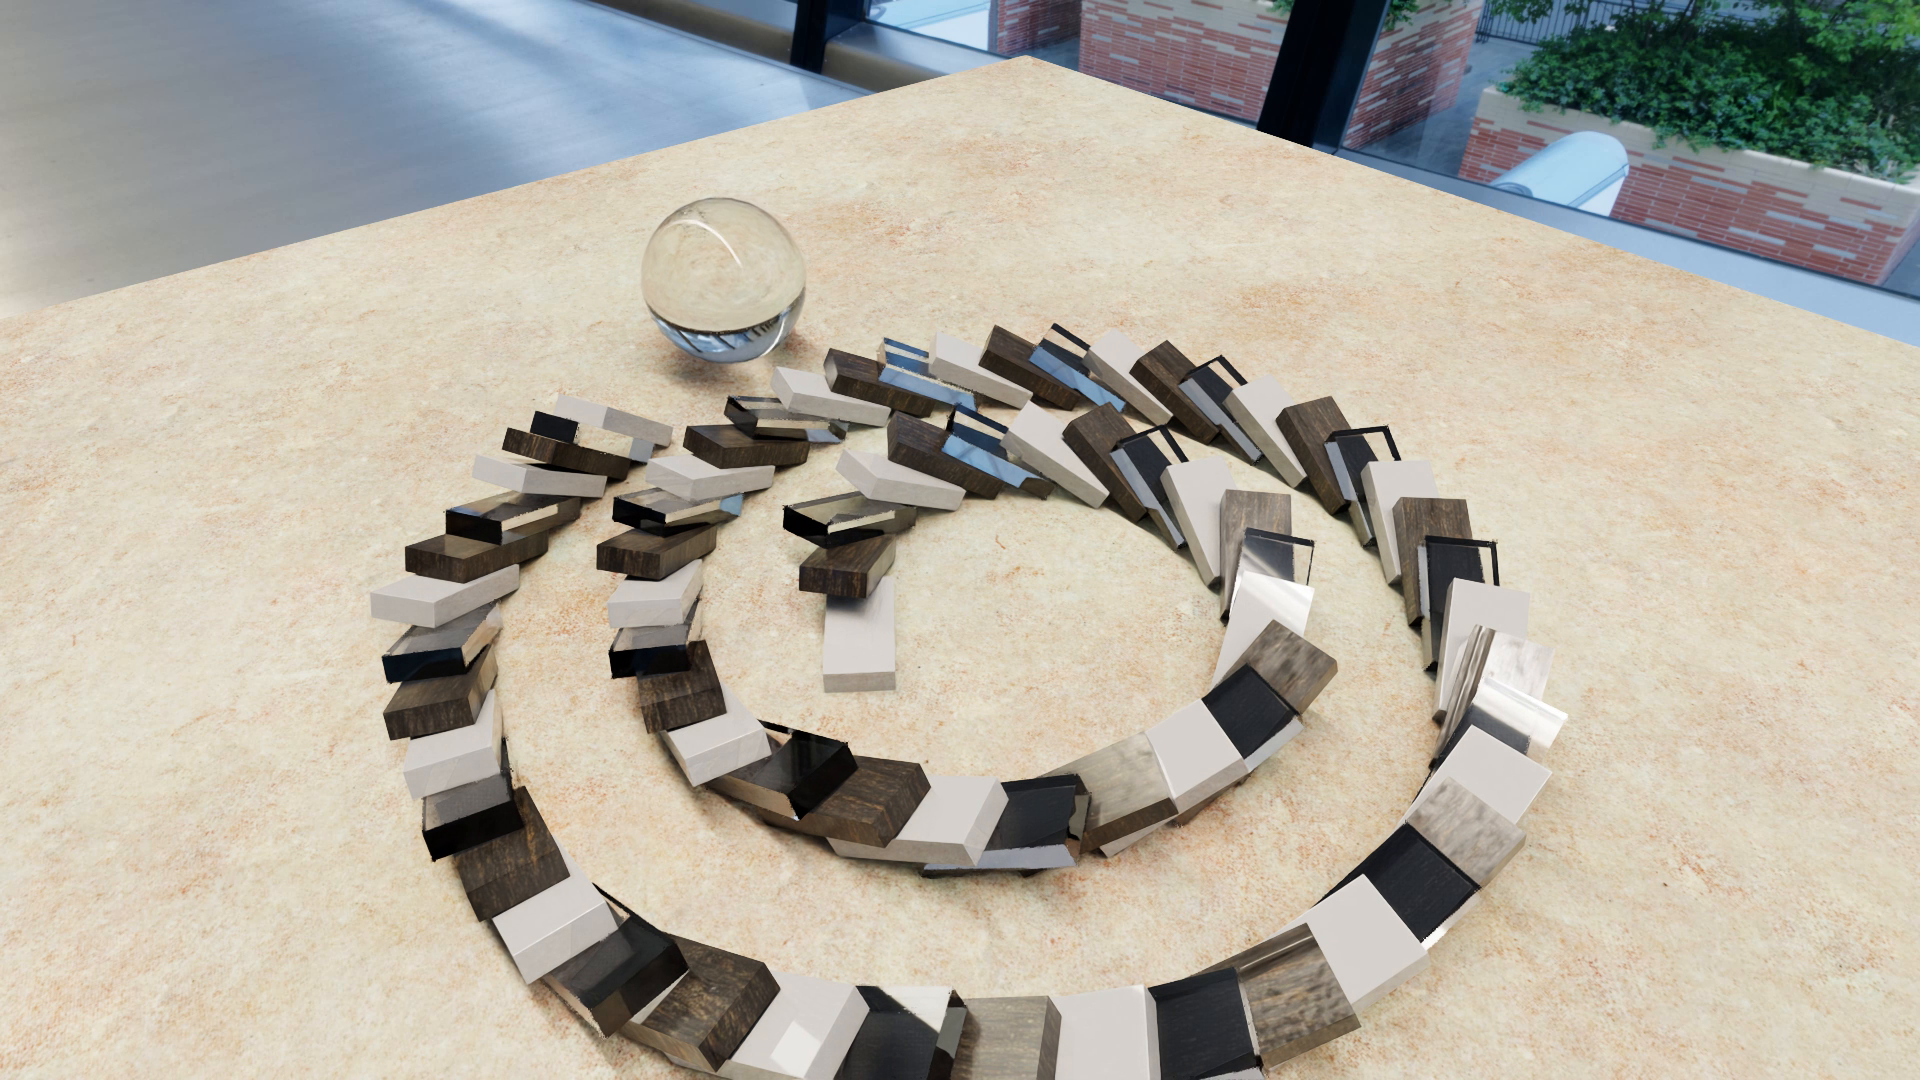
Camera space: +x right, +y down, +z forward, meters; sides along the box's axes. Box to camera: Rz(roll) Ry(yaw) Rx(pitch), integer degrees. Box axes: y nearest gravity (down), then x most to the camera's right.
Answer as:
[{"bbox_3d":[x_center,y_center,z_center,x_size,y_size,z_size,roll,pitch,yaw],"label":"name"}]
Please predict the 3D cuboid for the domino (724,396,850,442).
[{"bbox_3d":[-0.078,-0.054,0.494,0.050,0.009,0.025,-3,32,-45],"label":"domino"}]

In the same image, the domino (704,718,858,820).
[{"bbox_3d":[-0.058,0.070,0.342,0.050,0.010,0.025,3,31,46],"label":"domino"}]

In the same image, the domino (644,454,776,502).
[{"bbox_3d":[-0.104,-0.028,0.462,0.025,0.009,0.050,23,20,25],"label":"domino"}]

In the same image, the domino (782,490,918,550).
[{"bbox_3d":[-0.043,-0.009,0.440,0.025,0.010,0.050,23,25,35],"label":"domino"}]

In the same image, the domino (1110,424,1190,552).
[{"bbox_3d":[0.086,-0.022,0.454,0.025,0.010,0.050,-21,70,-26],"label":"domino"}]

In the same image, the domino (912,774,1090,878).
[{"bbox_3d":[0.012,0.084,0.324,0.050,0.009,0.025,-13,34,26],"label":"domino"}]

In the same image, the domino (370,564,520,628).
[{"bbox_3d":[-0.188,0.018,0.405,0.025,0.010,0.050,8,15,10],"label":"domino"}]

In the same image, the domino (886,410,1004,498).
[{"bbox_3d":[-0.006,-0.036,0.470,0.050,0.009,0.025,20,33,-19],"label":"domino"}]

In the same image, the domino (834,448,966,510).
[{"bbox_3d":[-0.024,-0.025,0.454,0.050,0.009,0.025,6,26,-46],"label":"domino"}]

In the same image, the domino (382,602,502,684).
[{"bbox_3d":[-0.180,0.035,0.385,0.025,0.009,0.050,-6,15,-8],"label":"domino"}]

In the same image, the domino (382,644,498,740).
[{"bbox_3d":[-0.172,0.050,0.367,0.025,0.009,0.050,-10,16,-12],"label":"domino"}]

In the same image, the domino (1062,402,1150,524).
[{"bbox_3d":[0.069,-0.033,0.467,0.025,0.010,0.050,-29,74,-33],"label":"domino"}]

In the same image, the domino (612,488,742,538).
[{"bbox_3d":[-0.113,-0.013,0.444,0.025,0.009,0.050,17,18,20],"label":"domino"}]

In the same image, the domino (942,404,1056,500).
[{"bbox_3d":[0.018,-0.038,0.473,0.050,0.010,0.025,25,37,-12],"label":"domino"}]

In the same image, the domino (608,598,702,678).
[{"bbox_3d":[-0.106,0.034,0.387,0.025,0.009,0.050,-5,15,-7],"label":"domino"}]

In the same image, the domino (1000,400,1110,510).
[{"bbox_3d":[0.044,-0.037,0.472,0.050,0.010,0.025,34,44,0],"label":"domino"}]

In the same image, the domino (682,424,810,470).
[{"bbox_3d":[-0.092,-0.041,0.478,0.025,0.009,0.050,29,23,31],"label":"domino"}]

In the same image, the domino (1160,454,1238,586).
[{"bbox_3d":[0.101,-0.008,0.437,0.025,0.009,0.050,-12,66,-14],"label":"domino"}]

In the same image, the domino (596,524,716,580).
[{"bbox_3d":[-0.116,0.002,0.424,0.025,0.009,0.050,8,15,10],"label":"domino"}]

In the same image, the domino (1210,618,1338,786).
[{"bbox_3d":[0.098,0.053,0.361,0.050,0.010,0.025,-47,55,-9],"label":"domino"}]

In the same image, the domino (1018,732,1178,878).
[{"bbox_3d":[0.037,0.079,0.330,0.050,0.010,0.025,-25,39,9],"label":"domino"}]

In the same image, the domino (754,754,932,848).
[{"bbox_3d":[-0.036,0.077,0.333,0.050,0.009,0.025,-2,32,39],"label":"domino"}]

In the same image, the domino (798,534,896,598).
[{"bbox_3d":[-0.042,0.008,0.418,0.025,0.010,0.050,6,17,8],"label":"domino"}]

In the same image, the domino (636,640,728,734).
[{"bbox_3d":[-0.094,0.048,0.369,0.025,0.010,0.050,-13,16,-16],"label":"domino"}]

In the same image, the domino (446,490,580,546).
[{"bbox_3d":[-0.178,-0.010,0.440,0.025,0.010,0.050,11,16,13],"label":"domino"}]

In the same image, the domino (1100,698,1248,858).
[{"bbox_3d":[0.060,0.073,0.338,0.050,0.010,0.025,-32,43,2],"label":"domino"}]

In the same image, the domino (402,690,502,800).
[{"bbox_3d":[-0.160,0.064,0.350,0.025,0.010,0.050,-16,18,-18],"label":"domino"}]

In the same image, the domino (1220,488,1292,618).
[{"bbox_3d":[0.113,0.006,0.419,0.025,0.010,0.050,5,66,3],"label":"domino"}]

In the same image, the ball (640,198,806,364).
[{"bbox_3d":[-0.116,-0.128,0.544,0.080,0.080,0.080,0,39,0],"label":"ball"}]

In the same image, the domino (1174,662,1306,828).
[{"bbox_3d":[0.081,0.064,0.348,0.050,0.009,0.025,-38,48,-3],"label":"domino"}]

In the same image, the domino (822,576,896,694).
[{"bbox_3d":[-0.036,0.034,0.402,0.025,0.010,0.050,-2,39,-3],"label":"domino"}]

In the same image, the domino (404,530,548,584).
[{"bbox_3d":[-0.185,0.003,0.423,0.025,0.010,0.050,11,16,13],"label":"domino"}]

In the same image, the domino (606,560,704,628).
[{"bbox_3d":[-0.111,0.019,0.404,0.025,0.009,0.050,-3,15,-4],"label":"domino"}]

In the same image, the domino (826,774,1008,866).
[{"bbox_3d":[-0.013,0.082,0.327,0.050,0.010,0.025,-7,32,33],"label":"domino"}]

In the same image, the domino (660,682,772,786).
[{"bbox_3d":[-0.081,0.061,0.353,0.025,0.009,0.050,-20,18,-22],"label":"domino"}]

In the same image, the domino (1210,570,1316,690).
[{"bbox_3d":[0.105,0.037,0.382,0.025,0.010,0.050,15,67,17],"label":"domino"}]

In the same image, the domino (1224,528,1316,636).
[{"bbox_3d":[0.112,0.022,0.400,0.025,0.010,0.050,12,66,12],"label":"domino"}]
